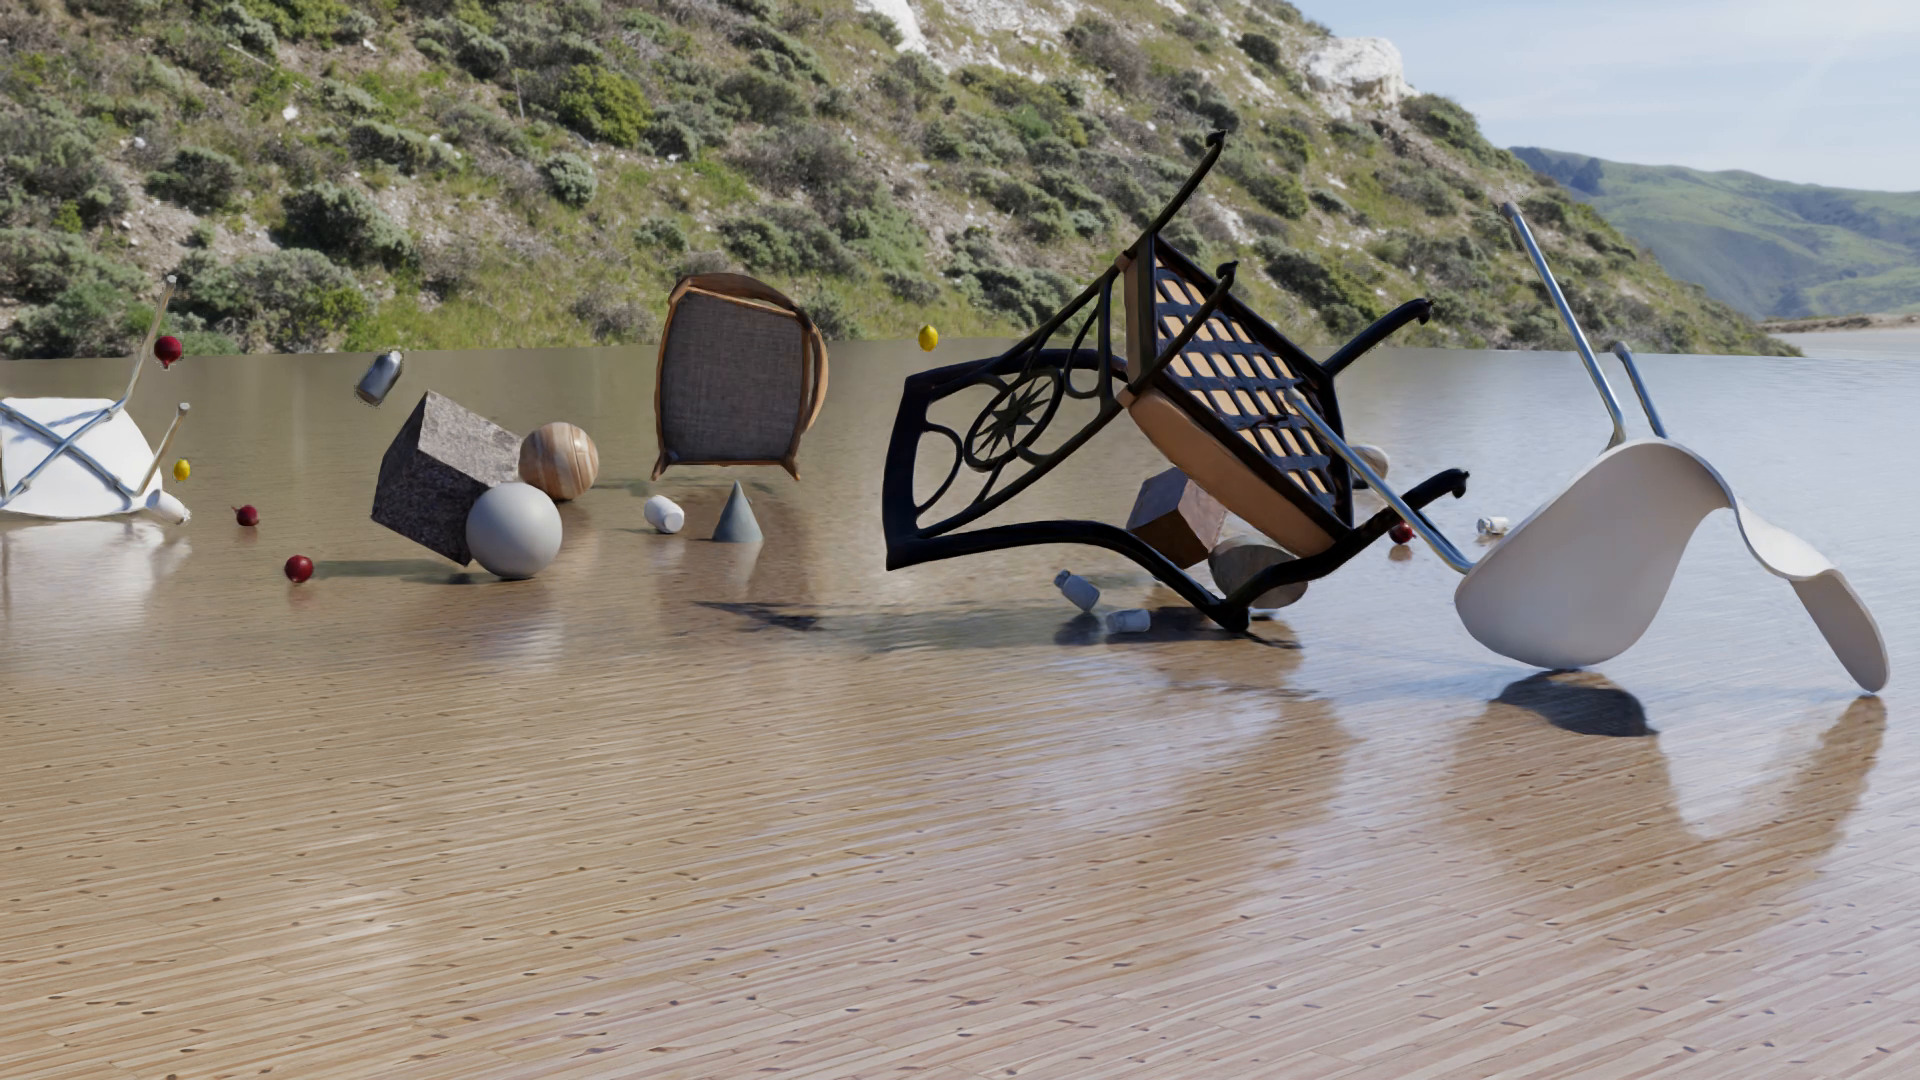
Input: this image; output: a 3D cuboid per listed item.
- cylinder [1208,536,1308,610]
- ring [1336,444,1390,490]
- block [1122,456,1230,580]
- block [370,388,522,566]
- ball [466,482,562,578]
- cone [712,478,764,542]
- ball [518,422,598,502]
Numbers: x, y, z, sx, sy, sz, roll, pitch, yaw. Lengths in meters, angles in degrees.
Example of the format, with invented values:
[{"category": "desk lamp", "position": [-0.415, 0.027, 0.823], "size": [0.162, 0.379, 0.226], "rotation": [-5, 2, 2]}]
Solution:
[{"category": "cylinder", "position": [0.582, 0.062, 5.015], "size": [0.186, 0.122, 0.180], "rotation": [10, 6, 2]}, {"category": "ring", "position": [1.230, -0.223, 7.840], "size": [0.161, 0.050, 0.283], "rotation": [9, -23, 3]}, {"category": "block", "position": [0.471, -0.047, 5.561], "size": [0.143, 0.135, 0.218], "rotation": [-26, 22, 31]}, {"category": "block", "position": [-1.155, -0.141, 5.781], "size": [0.241, 0.212, 0.270], "rotation": [29, 25, -22]}, {"category": "ball", "position": [-0.972, -0.021, 5.590], "size": [0.210, 0.210, 0.210], "rotation": [0, 6, 0]}, {"category": "cone", "position": [-0.556, -0.077, 6.405], "size": [0.135, 0.154, 0.134], "rotation": [6, 8, 43]}, {"category": "ball", "position": [-1.169, -0.227, 7.470], "size": [0.234, 0.234, 0.234], "rotation": [0, 6, 0]}]
